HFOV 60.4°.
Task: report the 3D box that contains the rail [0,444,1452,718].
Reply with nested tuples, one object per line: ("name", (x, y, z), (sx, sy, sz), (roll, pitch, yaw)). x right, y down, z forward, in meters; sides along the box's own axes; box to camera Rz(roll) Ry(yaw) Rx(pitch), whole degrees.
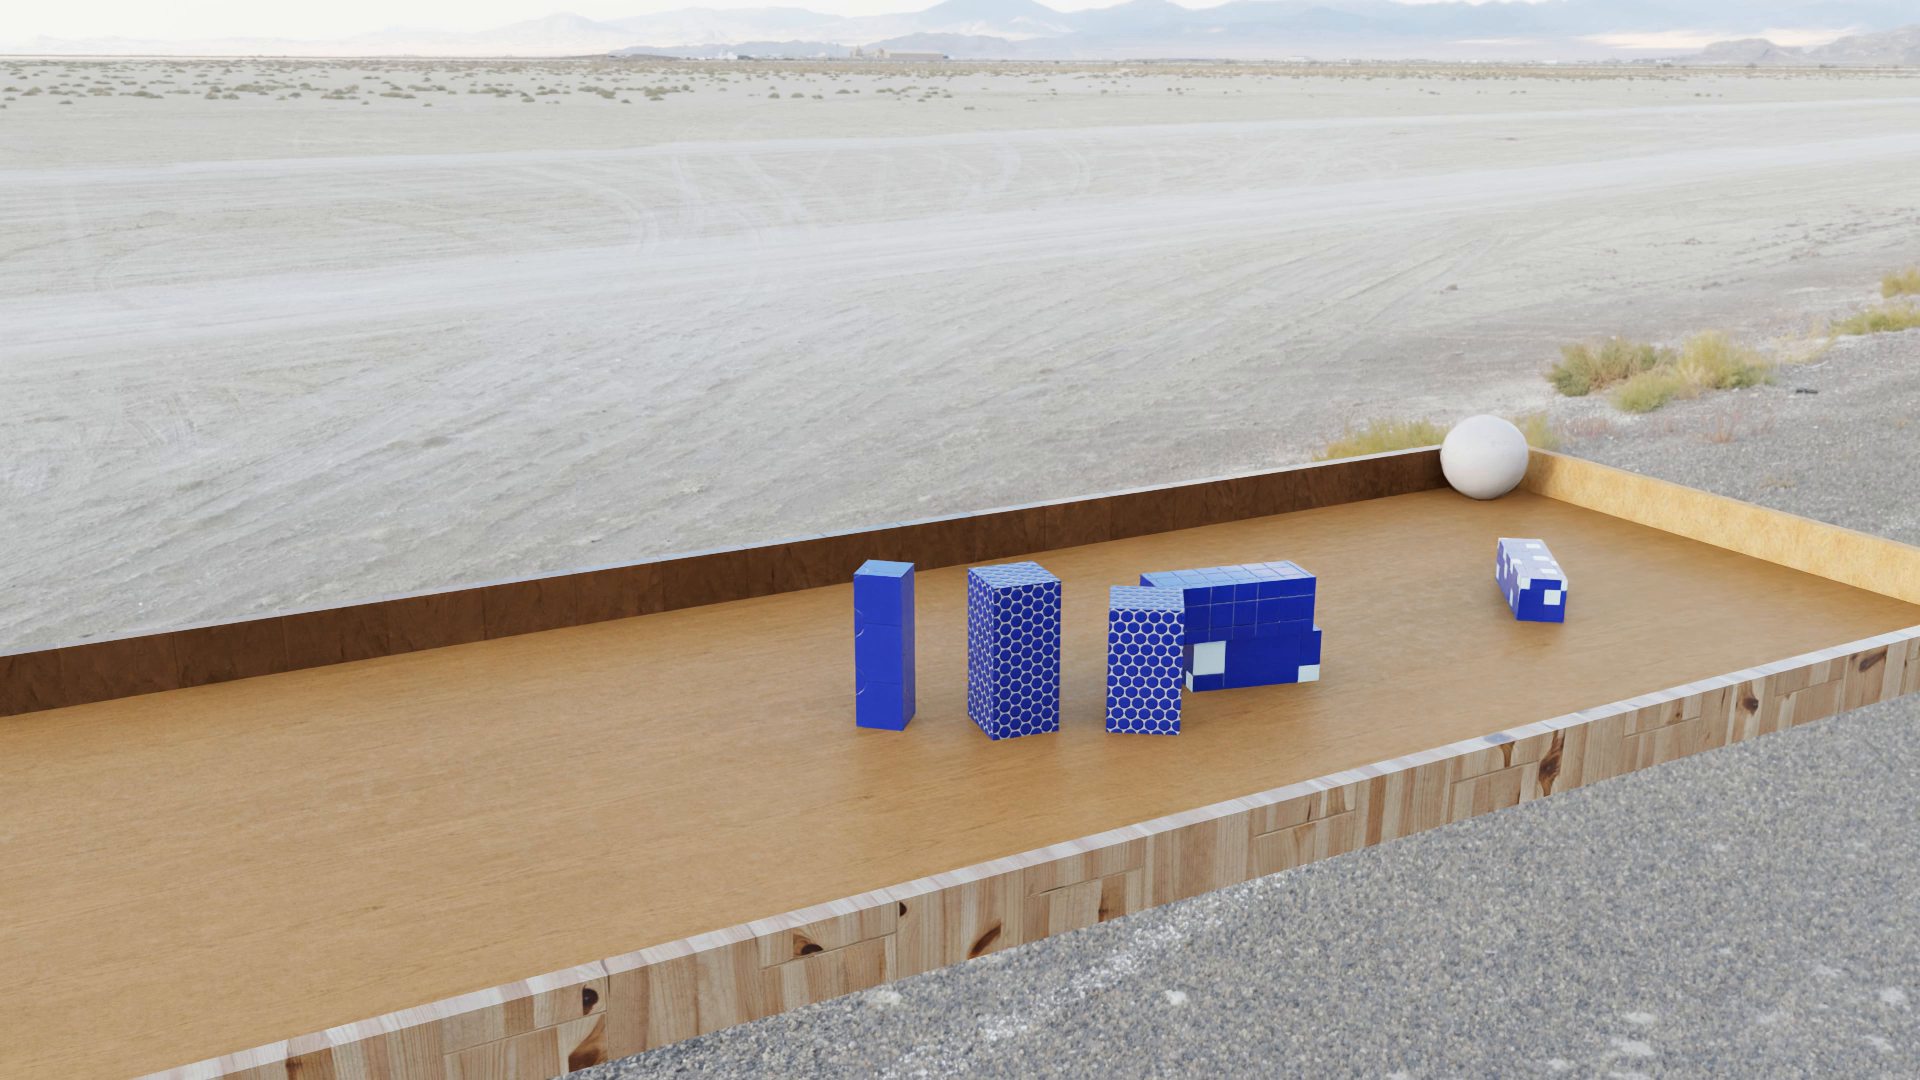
("rail", (-3.305, 0.497, 3.399), (12.000, 0.150, 0.050), (-9, 18, -27))

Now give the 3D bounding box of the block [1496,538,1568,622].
("block", (1.643, 0.111, 4.755), (0.124, 0.124, 0.401), (3, 17, 9))

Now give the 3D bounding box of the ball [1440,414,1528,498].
("ball", (1.852, -0.295, 5.829), (0.298, 0.298, 0.298), (0, 16, 0))

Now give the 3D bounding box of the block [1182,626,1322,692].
("block", (0.722, 0.282, 4.157), (0.339, 0.134, 0.134), (-4, 17, -13))

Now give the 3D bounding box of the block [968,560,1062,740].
("block", (0.124, 0.255, 3.837), (0.164, 0.367, 0.164), (-6, 17, -20))

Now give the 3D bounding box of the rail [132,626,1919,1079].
("rail", (-2.336, 1.006, 1.665), (12.000, 0.150, 0.050), (-9, 18, -27))

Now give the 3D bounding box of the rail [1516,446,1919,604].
("rail", (2.466, -0.048, 5.253), (0.050, 0.150, 2.100), (-9, 18, -27))

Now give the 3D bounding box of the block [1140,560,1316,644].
("block", (0.662, 0.156, 4.096), (0.408, 0.143, 0.143), (-5, 17, -16))

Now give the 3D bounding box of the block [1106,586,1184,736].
("block", (0.433, 0.280, 3.864), (0.170, 0.303, 0.170), (2, 16, 6))

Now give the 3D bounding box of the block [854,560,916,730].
("block", (-0.175, 0.246, 3.853), (0.113, 0.376, 0.113), (4, 17, 13))
